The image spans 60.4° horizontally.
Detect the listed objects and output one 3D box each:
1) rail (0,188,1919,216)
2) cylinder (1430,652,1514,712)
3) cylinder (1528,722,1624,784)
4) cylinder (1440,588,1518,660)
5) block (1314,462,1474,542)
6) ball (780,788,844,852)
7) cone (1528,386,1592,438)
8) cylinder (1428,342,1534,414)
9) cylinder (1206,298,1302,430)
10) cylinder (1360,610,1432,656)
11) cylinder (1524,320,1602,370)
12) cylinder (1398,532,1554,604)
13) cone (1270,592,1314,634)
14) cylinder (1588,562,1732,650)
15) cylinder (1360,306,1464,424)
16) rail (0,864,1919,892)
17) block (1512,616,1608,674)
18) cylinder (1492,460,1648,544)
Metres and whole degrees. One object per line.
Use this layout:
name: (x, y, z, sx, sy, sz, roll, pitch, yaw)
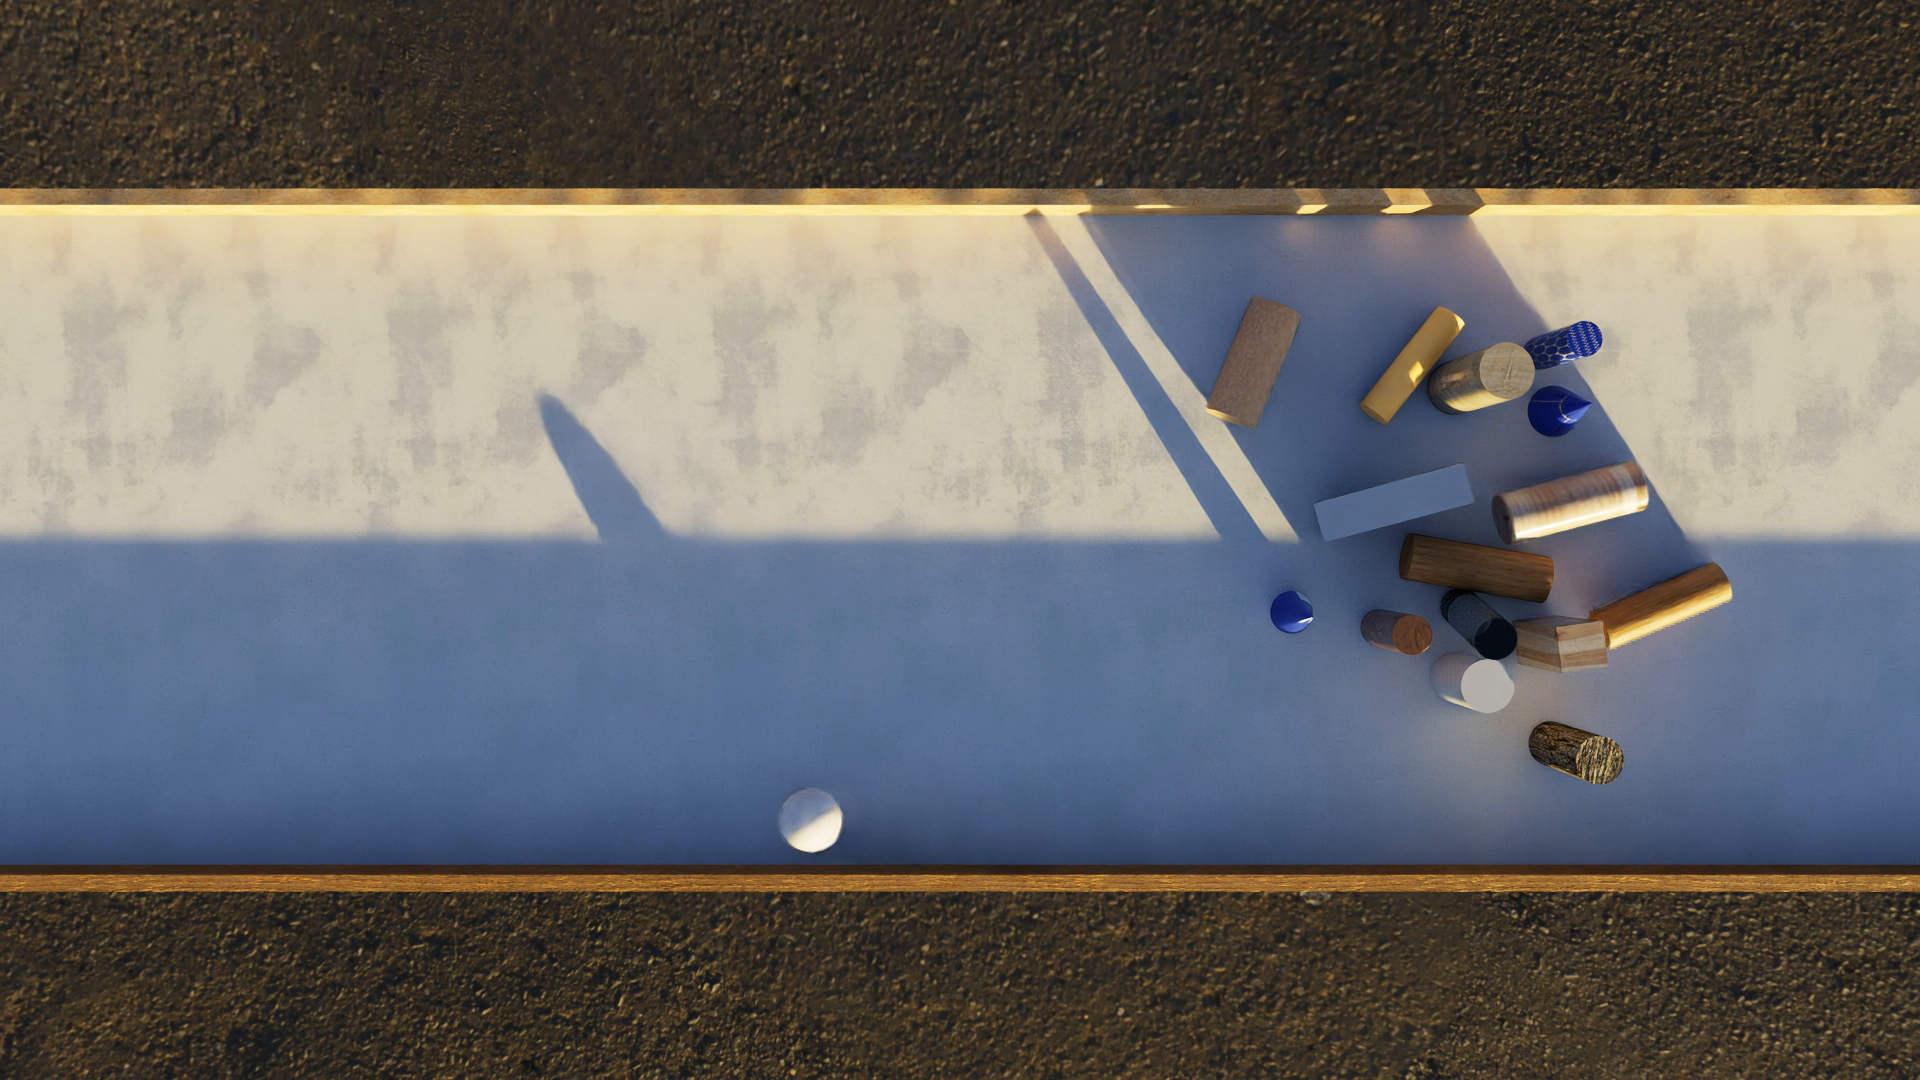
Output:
rail: (-2.247, -1.025, 5.002, 12.000, 0.150, 0.050, 0, 90, 0)
cylinder: (1.525, 0.422, 4.922, 0.155, 0.310, 0.155, 0, 90, 0)
cylinder: (1.818, 0.626, 4.882, 0.138, 0.390, 0.138, 0, 90, 0)
cylinder: (1.524, 0.242, 4.860, 0.120, 0.418, 0.120, 1, 101, 3)
block: (1.303, -0.114, 4.954, 0.448, 0.121, 0.121, -16, 90, 17)
ball: (-0.447, 0.846, 4.980, 0.193, 0.193, 0.193, 0, 90, 0)
cone: (1.827, -0.396, 4.919, 0.160, 0.315, 0.160, 0, 90, 0)
cylinder: (1.535, -0.473, 4.878, 0.165, 0.381, 0.165, 0, 88, -6)
cylinder: (0.891, -0.534, 4.997, 0.159, 0.159, 0.365, 23, 90, 0)
cylinder: (1.290, 0.270, 4.890, 0.116, 0.373, 0.116, 0, 90, 0)
cylinder: (1.784, -0.575, 4.893, 0.103, 0.366, 0.103, 0, 90, 0)
cylinder: (1.565, 0.085, 5.005, 0.426, 0.143, 0.143, 10, 90, 0)
cone: (1.021, 0.223, 4.921, 0.132, 0.311, 0.132, 0, 90, 0)
cylinder: (2.127, 0.200, 5.015, 0.395, 0.124, 0.124, -22, 90, 0)
cylinder: (1.377, -0.532, 5.026, 0.102, 0.102, 0.380, 38, 90, 0)
rail: (-2.247, 1.025, 5.001, 12.000, 0.150, 0.050, 0, 90, 0)
block: (1.774, 0.306, 4.889, 0.133, 0.375, 0.133, -7, 90, 0)
cylinder: (1.845, -0.114, 4.998, 0.417, 0.157, 0.157, -14, 90, 0)
